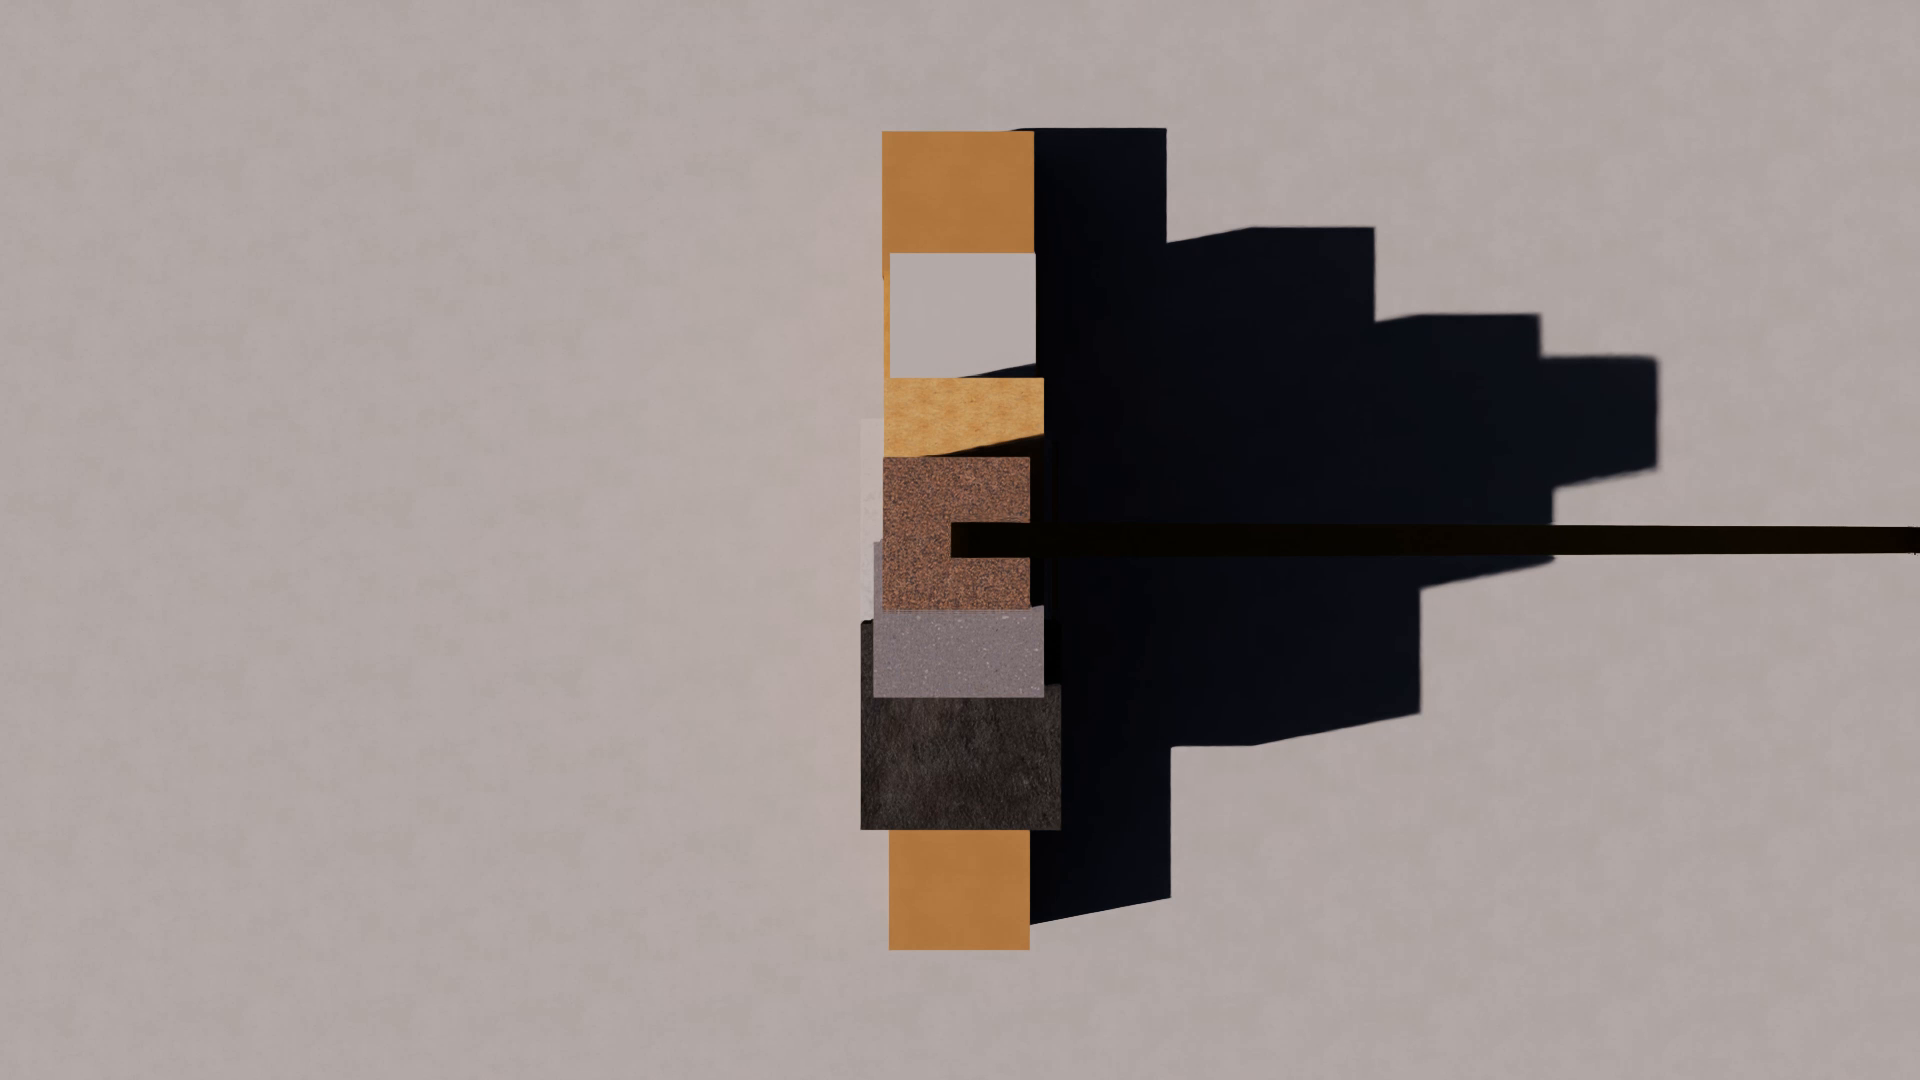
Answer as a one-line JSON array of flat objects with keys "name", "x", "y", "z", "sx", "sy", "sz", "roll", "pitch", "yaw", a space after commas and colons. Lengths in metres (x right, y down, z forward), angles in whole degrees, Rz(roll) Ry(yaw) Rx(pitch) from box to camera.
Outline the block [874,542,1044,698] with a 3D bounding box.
[{"name": "block", "x": -0.006, "y": 0.375, "z": 10.612, "sx": 0.792, "sy": 0.795, "sz": 0.721, "roll": 0, "pitch": 89, "yaw": 0}]

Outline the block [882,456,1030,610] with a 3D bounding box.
[{"name": "block", "x": -0.016, "y": -0.022, "z": 9.906, "sx": 0.643, "sy": 0.626, "sz": 0.668, "roll": 0, "pitch": 89, "yaw": 0}]

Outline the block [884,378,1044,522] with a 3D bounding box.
[{"name": "block", "x": 0.018, "y": -0.373, "z": 10.651, "sx": 0.748, "sy": 0.731, "sz": 0.765, "roll": 0, "pitch": 90, "yaw": 0}]

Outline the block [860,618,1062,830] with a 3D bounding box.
[{"name": "block", "x": 0.004, "y": 0.937, "z": 11.469, "sx": 1.006, "sy": 0.894, "sz": 1.035, "roll": 0, "pitch": 90, "yaw": 0}]

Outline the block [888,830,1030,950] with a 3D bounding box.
[{"name": "block", "x": -0.004, "y": 1.837, "z": 12.616, "sx": 0.782, "sy": 0.768, "sz": 0.890, "roll": 0, "pitch": 90, "yaw": 0}]

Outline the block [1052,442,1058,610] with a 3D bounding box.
[{"name": "block", "x": -0.002, "y": -0.076, "z": 12.461, "sx": 1.070, "sy": 1.076, "sz": 0.915, "roll": 0, "pitch": 90, "yaw": 0}]

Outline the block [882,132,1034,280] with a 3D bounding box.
[{"name": "block", "x": -0.011, "y": -1.878, "z": 12.639, "sx": 0.847, "sy": 0.723, "sz": 0.808, "roll": 0, "pitch": 90, "yaw": 0}]

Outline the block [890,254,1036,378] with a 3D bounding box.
[{"name": "block", "x": 0.014, "y": -1.032, "z": 11.550, "sx": 0.739, "sy": 0.795, "sz": 0.845, "roll": 0, "pitch": 90, "yaw": 0}]

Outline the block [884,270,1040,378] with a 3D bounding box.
[{"name": "block", "x": 0.009, "y": -1.003, "z": 12.474, "sx": 0.848, "sy": 1.053, "sz": 0.921, "roll": 0, "pitch": 90, "yaw": 0}]

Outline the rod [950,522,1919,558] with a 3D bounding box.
[{"name": "rod", "x": 2.234, "y": 0.000, "z": 6.284, "sx": 5.200, "sy": 0.080, "sz": 0.080, "roll": 0, "pitch": 90, "yaw": -31}]

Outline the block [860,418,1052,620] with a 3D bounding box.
[{"name": "block", "x": -0.018, "y": -0.100, "z": 11.467, "sx": 0.956, "sy": 0.907, "sz": 1.010, "roll": 0, "pitch": 90, "yaw": 0}]
